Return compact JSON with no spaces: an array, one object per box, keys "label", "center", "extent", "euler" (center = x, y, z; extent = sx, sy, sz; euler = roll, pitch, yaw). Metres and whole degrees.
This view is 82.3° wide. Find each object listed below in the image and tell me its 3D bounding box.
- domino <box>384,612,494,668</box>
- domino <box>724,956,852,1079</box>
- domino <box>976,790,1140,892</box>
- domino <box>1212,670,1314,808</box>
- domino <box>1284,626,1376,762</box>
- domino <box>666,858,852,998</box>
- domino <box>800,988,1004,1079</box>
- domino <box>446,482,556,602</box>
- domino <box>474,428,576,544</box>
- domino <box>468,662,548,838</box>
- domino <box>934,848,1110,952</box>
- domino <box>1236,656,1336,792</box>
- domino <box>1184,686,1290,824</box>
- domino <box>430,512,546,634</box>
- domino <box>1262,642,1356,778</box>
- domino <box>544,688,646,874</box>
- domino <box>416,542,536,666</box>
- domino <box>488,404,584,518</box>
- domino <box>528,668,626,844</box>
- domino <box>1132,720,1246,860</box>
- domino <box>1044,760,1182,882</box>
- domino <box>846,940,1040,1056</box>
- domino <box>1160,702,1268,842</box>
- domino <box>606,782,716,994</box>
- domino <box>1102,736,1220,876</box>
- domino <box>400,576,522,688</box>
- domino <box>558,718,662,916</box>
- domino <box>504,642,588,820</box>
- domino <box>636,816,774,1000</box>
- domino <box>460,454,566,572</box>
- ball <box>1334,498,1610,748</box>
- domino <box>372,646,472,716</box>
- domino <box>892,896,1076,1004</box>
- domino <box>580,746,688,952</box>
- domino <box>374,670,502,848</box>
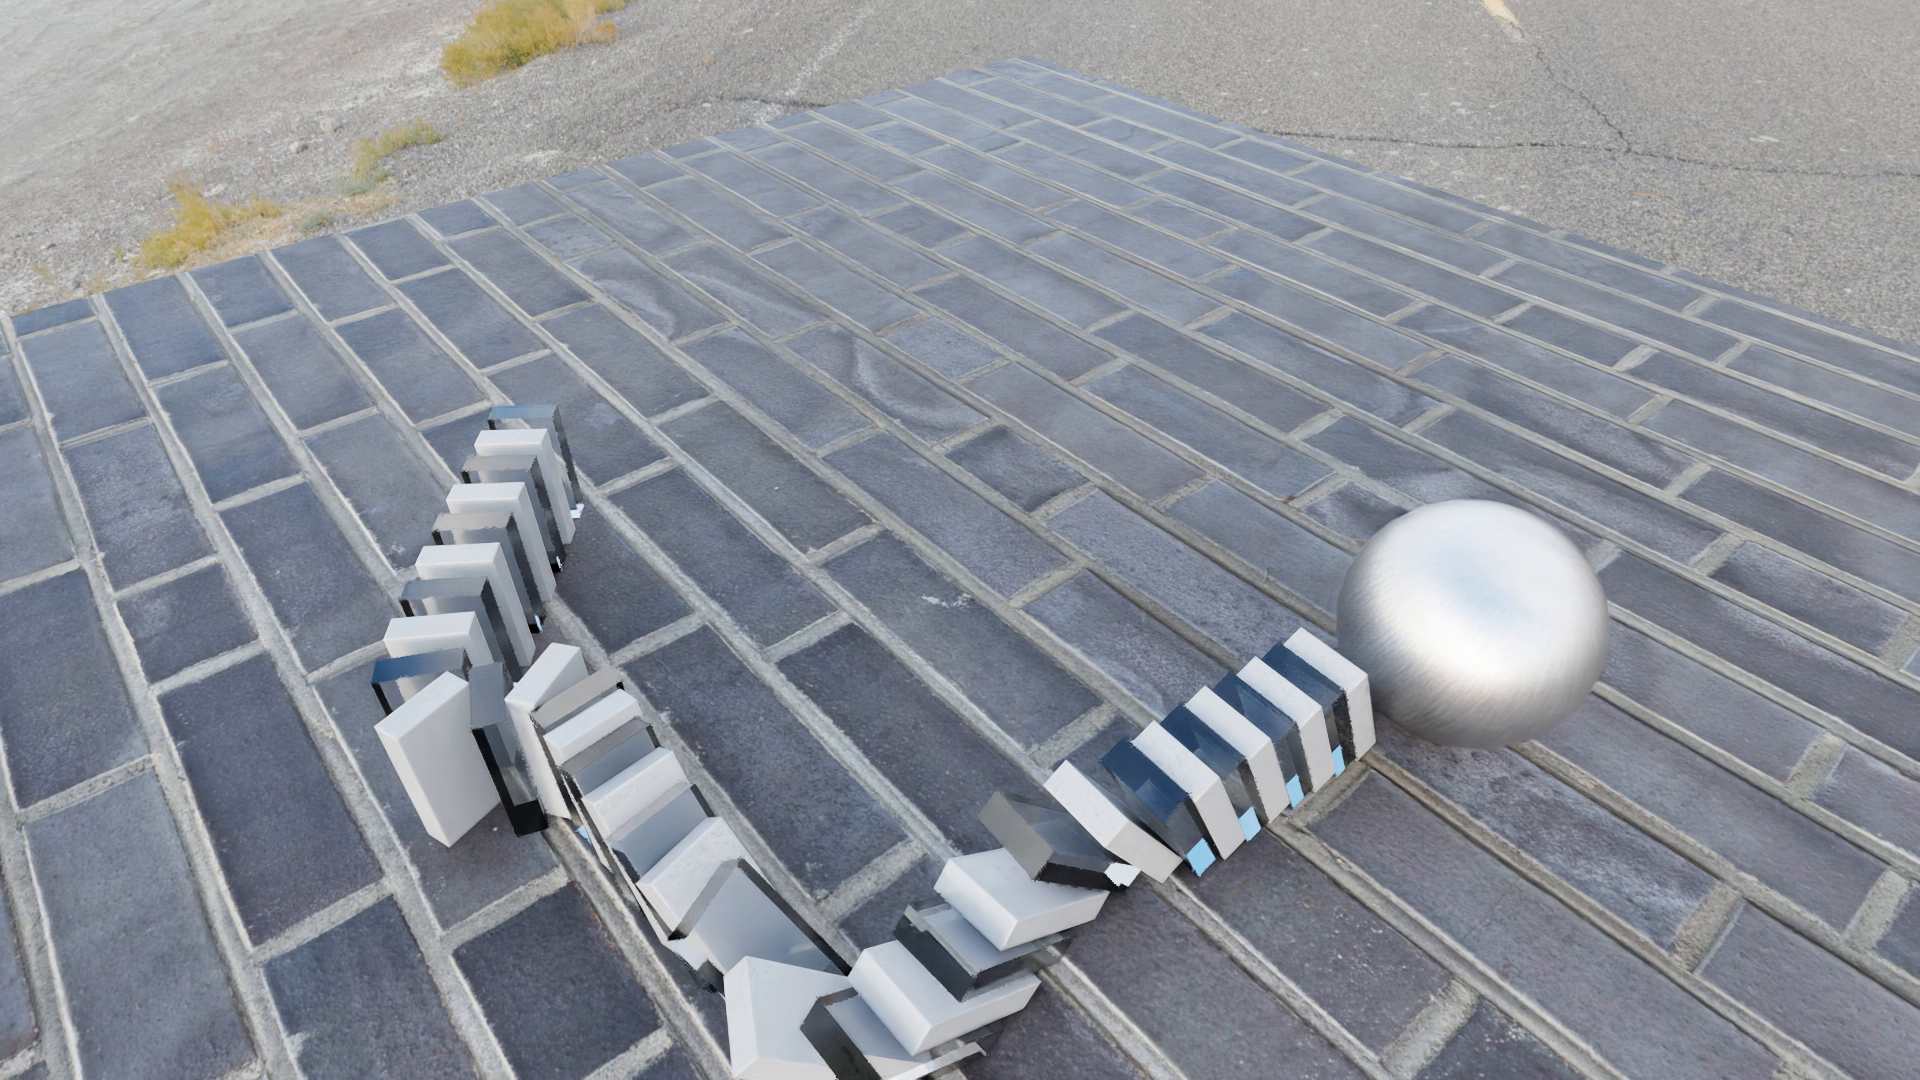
[{"label":"domino","center":[-0.164,0.046,0.356],"extent":[0.025,0.050,0.009],"euler":[-5,40,-6]},{"label":"domino","center":[-0.034,0.121,0.271],"extent":[0.050,0.010,0.025],"euler":[29,26,-35]},{"label":"domino","center":[0.029,0.086,0.312],"extent":[0.025,0.050,0.010],"euler":[40,98,41]},{"label":"domino","center":[0.093,0.062,0.337],"extent":[0.009,0.050,0.025],"euler":[-43,51,-9]},{"label":"domino","center":[0.118,0.050,0.351],"extent":[0.009,0.050,0.025],"euler":[-43,51,-9]},{"label":"domino","center":[-0.049,0.109,0.284],"extent":[0.010,0.050,0.025],"euler":[-25,21,41]},{"label":"domino","center":[-0.013,0.121,0.272],"extent":[0.025,0.009,0.050],"euler":[38,15,33]},{"label":"domino","center":[-0.170,0.002,0.409],"extent":[0.025,0.050,0.009],"euler":[-2,39,-3]},{"label":"domino","center":[-0.172,-0.020,0.436],"extent":[0.025,0.050,0.009],"euler":[-2,39,-2]},{"label":"domino","center":[-0.137,0.064,0.333],"extent":[0.010,0.050,0.025],"euler":[-14,41,-16]},{"label":"domino","center":[0.018,0.097,0.303],"extent":[0.025,0.010,0.050],"euler":[33,12,34]},{"label":"domino","center":[0.101,0.058,0.341],"extent":[0.009,0.050,0.025],"euler":[-43,51,-9]},{"label":"domino","center":[0.084,0.066,0.332],"extent":[0.009,0.050,0.025],"euler":[-43,51,-9]},{"label":"domino","center":[-0.169,0.013,0.396],"extent":[0.025,0.050,0.009],"euler":[-2,39,-3]},{"label":"domino","center":[0.110,0.054,0.346],"extent":[0.010,0.050,0.025],"euler":[-43,51,-9]},{"label":"domino","center":[-0.100,0.072,0.323],"extent":[0.010,0.050,0.025],"euler":[19,41,42]},{"label":"domino","center":[-0.167,0.024,0.382],"extent":[0.025,0.050,0.010],"euler":[-3,39,-4]},{"label":"domino","center":[-0.173,-0.031,0.450],"extent":[0.025,0.050,0.009],"euler":[-2,39,-3]},{"label":"domino","center":[-0.109,0.065,0.331],"extent":[0.010,0.050,0.025],"euler":[26,46,36]},{"label":"domino","center":[0.068,0.074,0.322],"extent":[0.009,0.050,0.025],"euler":[-43,51,-8]},{"label":"domino","center":[0.045,0.081,0.315],"extent":[0.009,0.050,0.025],"euler":[-48,52,-2]},{"label":"domino","center":[-0.003,0.113,0.282],"extent":[0.025,0.009,0.050],"euler":[37,14,33]},{"label":"domino","center":[0.076,0.070,0.327],"extent":[0.010,0.050,0.025],"euler":[-43,51,-9]},{"label":"domino","center":[-0.072,0.094,0.300],"extent":[0.025,0.050,0.010],"euler":[-36,15,-36]},{"label":"domino","center":[0.059,0.078,0.317],"extent":[0.009,0.050,0.025],"euler":[-43,51,-8]},{"label":"domino","center":[-0.166,0.035,0.369],"extent":[0.025,0.050,0.009],"euler":[-4,39,-4]},{"label":"domino","center":[-0.092,0.079,0.315],"extent":[0.025,0.050,0.009],"euler":[-33,27,-34]},{"label":"domino","center":[-0.122,0.059,0.338],"extent":[0.010,0.050,0.025],"euler":[8,37,13]},{"label":"domino","center":[-0.060,0.101,0.292],"extent":[0.010,0.050,0.025],"euler":[-19,17,48]},{"label":"domino","center":[-0.171,-0.009,0.423],"extent":[0.025,0.050,0.009],"euler":[-2,39,-2]},{"label":"ball","center":[0.163,0.027,0.355],"extent":[0.080,0.080,0.080],"euler":[0,39,0]},{"label":"domino","center":[-0.161,0.056,0.343],"extent":[0.025,0.050,0.009],"euler":[-9,40,-11]},{"label":"domino","center":[0.008,0.105,0.292],"extent":[0.025,0.009,0.050],"euler":[35,13,32]},{"label":"domino","center":[-0.082,0.086,0.308],"extent":[0.025,0.050,0.010],"euler":[-33,19,-34]},{"label":"domino","center":[-0.154,0.066,0.330],"extent":[0.010,0.050,0.025],"euler":[20,44,23]}]
